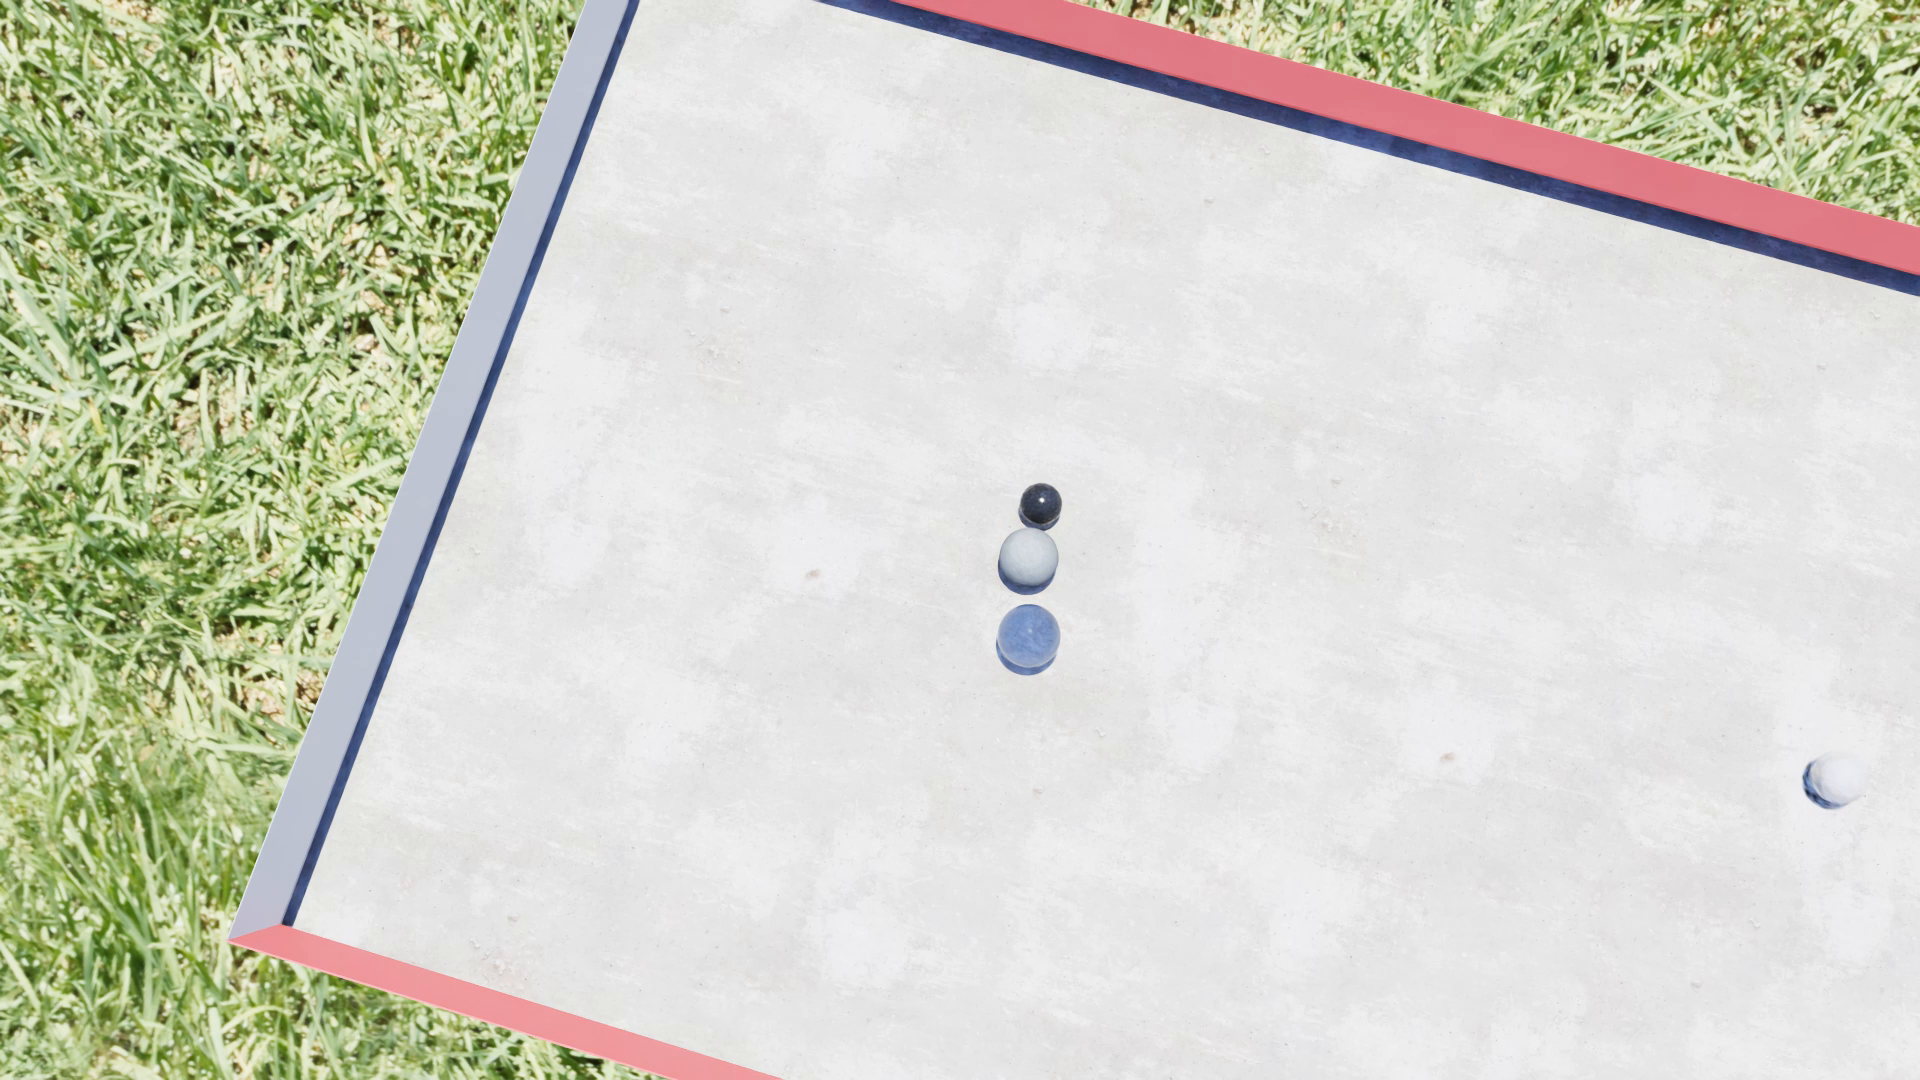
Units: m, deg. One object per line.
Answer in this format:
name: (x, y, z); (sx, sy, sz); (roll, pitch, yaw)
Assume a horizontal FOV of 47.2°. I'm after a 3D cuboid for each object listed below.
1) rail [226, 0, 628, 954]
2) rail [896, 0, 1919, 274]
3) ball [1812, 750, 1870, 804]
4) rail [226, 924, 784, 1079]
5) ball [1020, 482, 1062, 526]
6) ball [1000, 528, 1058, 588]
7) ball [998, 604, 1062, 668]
rail: (-0.764, -0.224, 3.392); (0.045, 0.125, 1.766); (16, 75, 4)
rail: (1.031, -0.574, 3.490); (3.281, 0.125, 0.045); (16, 75, 4)
ball: (1.303, 0.351, 3.255); (0.080, 0.080, 0.080); (0, 74, 0)
rail: (0.541, 1.012, 3.045); (3.281, 0.125, 0.045); (16, 75, 4)
ball: (0.124, -0.055, 3.377); (0.066, 0.066, 0.066); (0, 74, 0)
ball: (0.105, 0.026, 3.341); (0.091, 0.091, 0.091); (0, 74, 0)
ball: (0.104, 0.144, 3.305); (0.097, 0.097, 0.097); (0, 74, 0)
